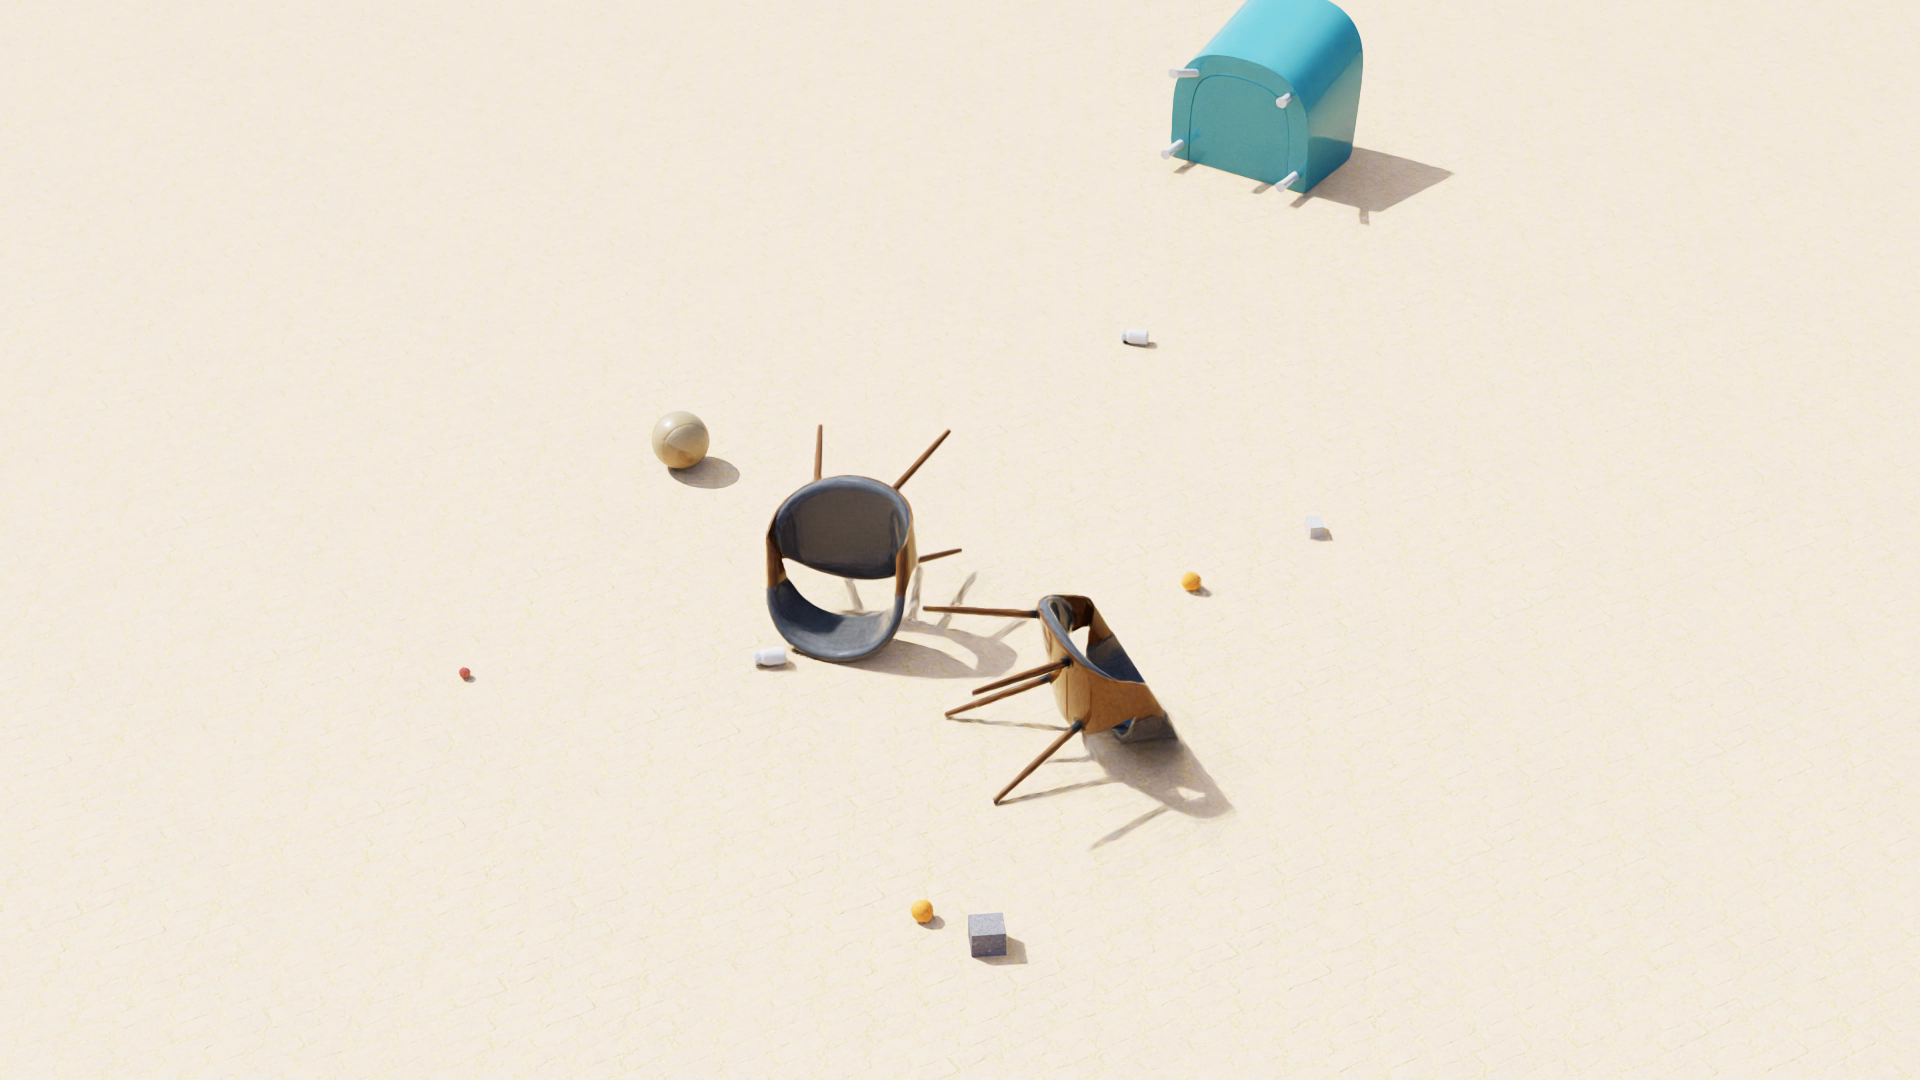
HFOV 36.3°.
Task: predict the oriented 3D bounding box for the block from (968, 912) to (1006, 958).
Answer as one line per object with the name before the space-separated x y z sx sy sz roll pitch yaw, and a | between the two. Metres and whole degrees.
block | 0.084 1.215 9.021 0.107 0.087 0.100 -3 34 -5

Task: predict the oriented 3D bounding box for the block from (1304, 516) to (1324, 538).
block | 1.328 -0.048 10.974 0.054 0.048 0.080 -5 34 -7

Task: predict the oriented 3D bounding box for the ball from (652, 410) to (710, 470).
ball | -1.079 -0.386 11.325 0.226 0.226 0.226 0 33 0
